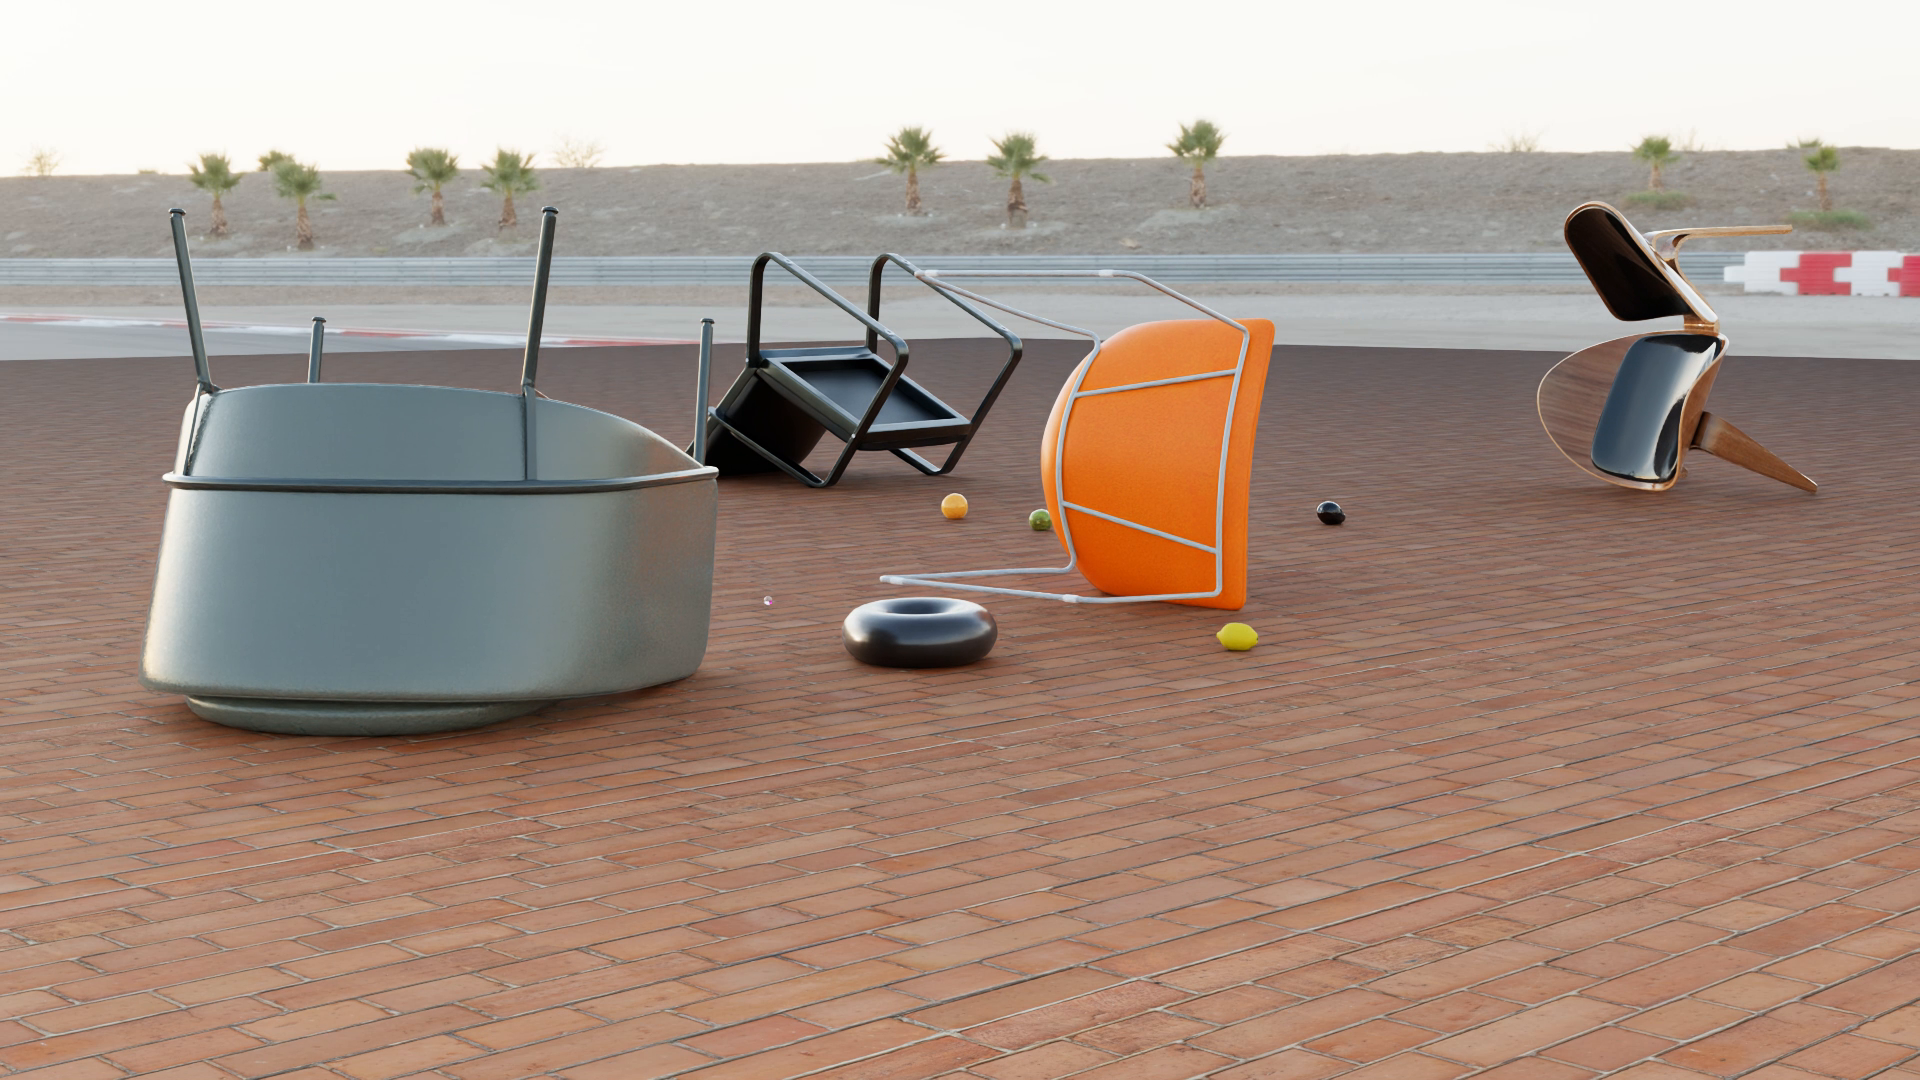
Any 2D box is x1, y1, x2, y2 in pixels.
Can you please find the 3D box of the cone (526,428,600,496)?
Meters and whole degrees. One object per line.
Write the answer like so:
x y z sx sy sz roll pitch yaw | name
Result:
-1.247 -0.191 7.791 0.254 0.208 0.229 -17 25 23 | cone

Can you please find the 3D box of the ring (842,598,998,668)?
-0.070 0.159 4.426 0.268 0.091 0.306 -2 7 -9 | ring
